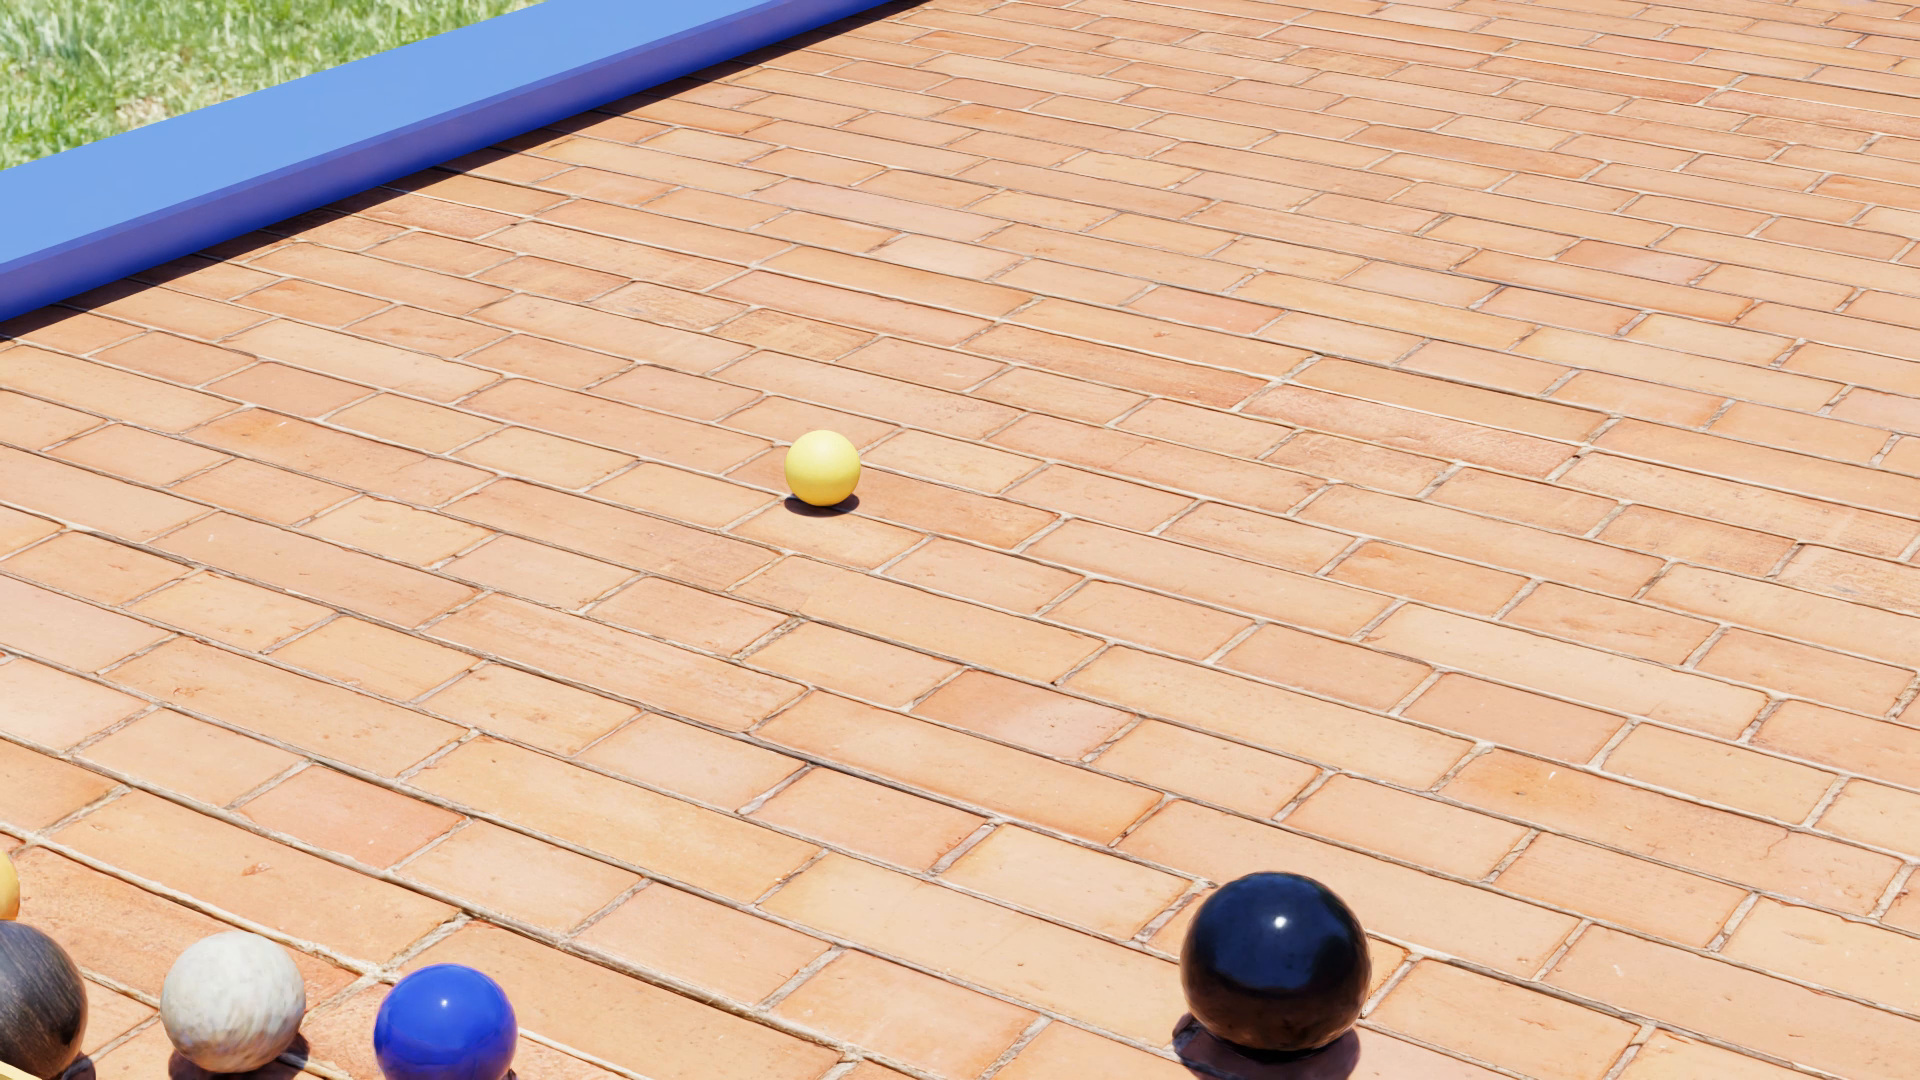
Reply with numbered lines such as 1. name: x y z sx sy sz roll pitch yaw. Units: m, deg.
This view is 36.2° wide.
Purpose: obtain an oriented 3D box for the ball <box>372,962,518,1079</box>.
1. ball: -0.241 0.233 1.381 0.068 0.068 0.068 0 24 0

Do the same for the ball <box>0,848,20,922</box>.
1. ball: -0.513 0.182 1.492 0.070 0.070 0.070 0 24 0

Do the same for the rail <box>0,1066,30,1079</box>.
1. rail: -0.430 0.250 1.276 1.869 0.120 0.045 15 28 30

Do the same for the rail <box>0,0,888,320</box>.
1. rail: -0.323 -0.503 2.964 0.045 0.120 3.271 15 28 30

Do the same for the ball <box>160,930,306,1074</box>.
1. ball: -0.347 0.221 1.407 0.068 0.068 0.068 0 24 0

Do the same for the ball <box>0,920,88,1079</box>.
1. ball: -0.455 0.222 1.377 0.089 0.089 0.089 0 24 0

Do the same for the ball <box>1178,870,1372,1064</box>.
1. ball: 0.151 0.205 1.413 0.092 0.092 0.092 0 24 0

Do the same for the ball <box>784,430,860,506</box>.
1. ball: -0.095 -0.049 2.032 0.053 0.053 0.053 0 24 0
